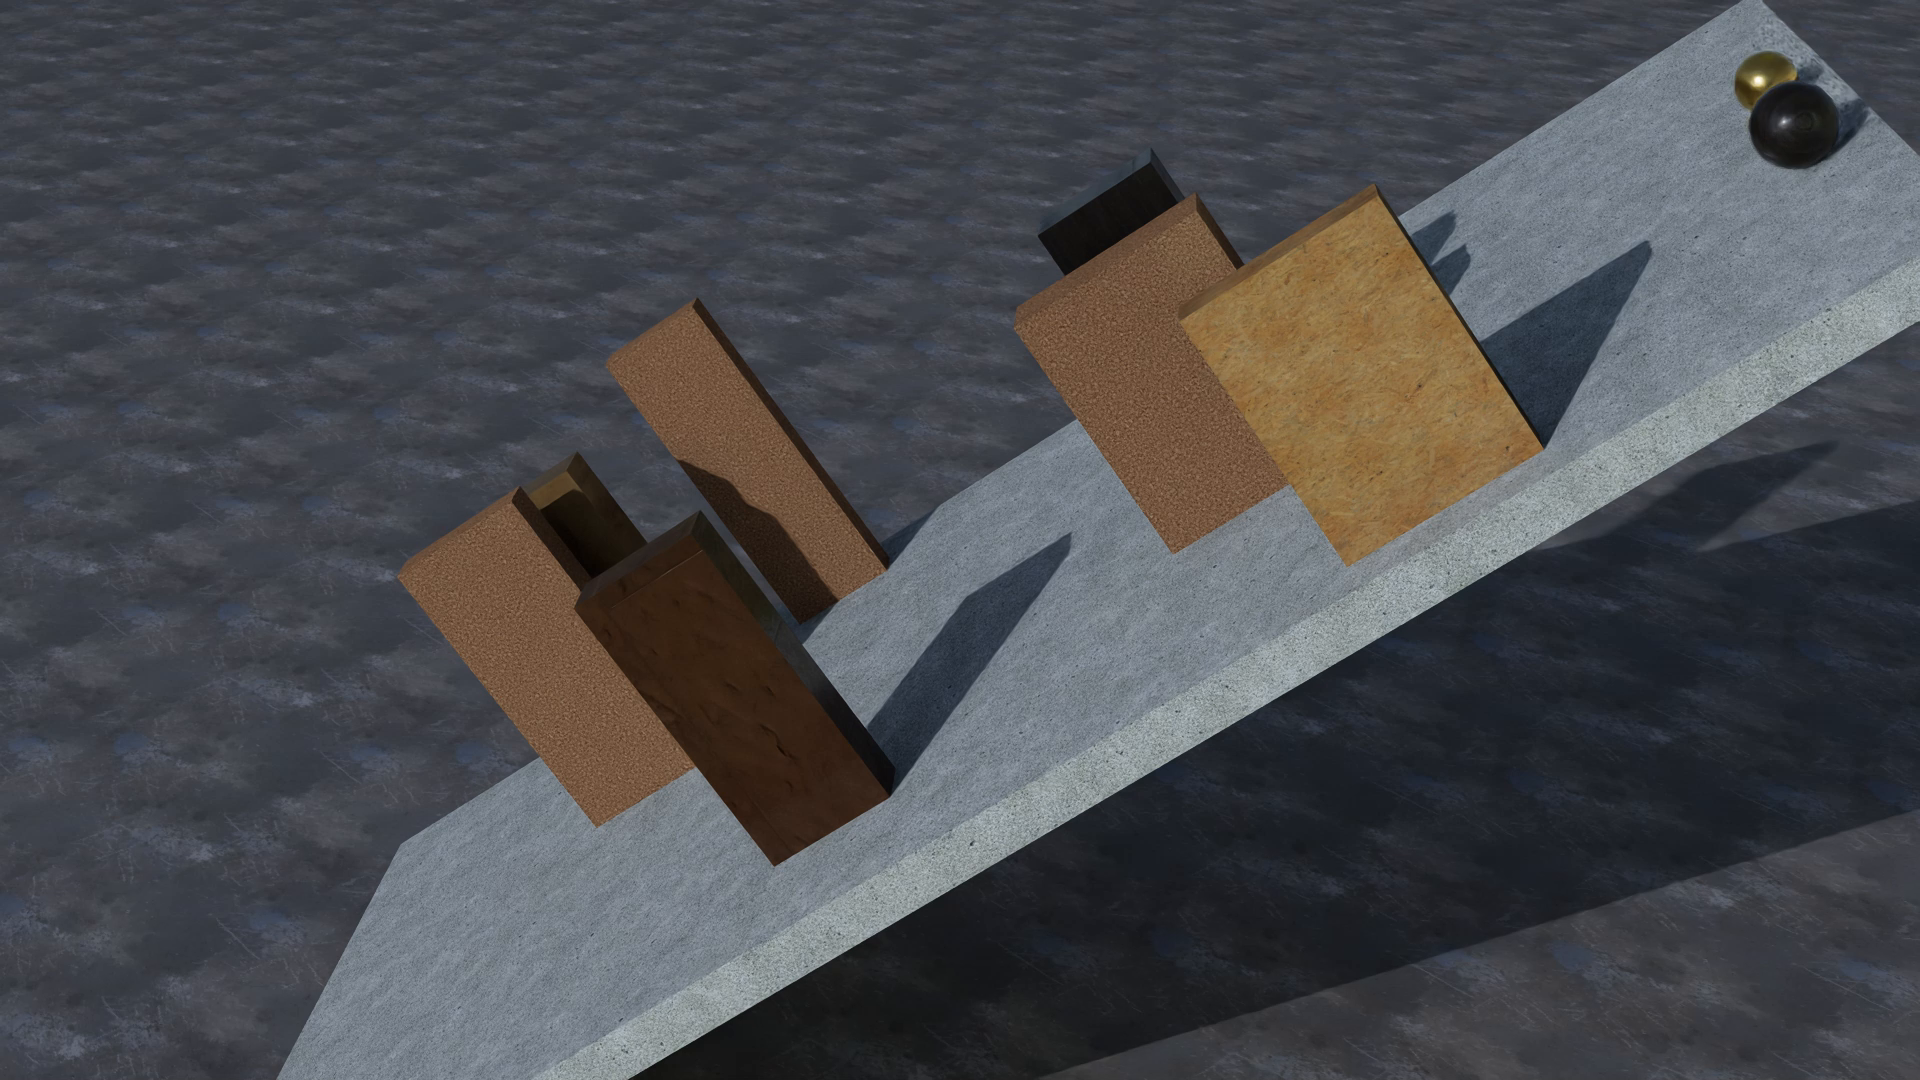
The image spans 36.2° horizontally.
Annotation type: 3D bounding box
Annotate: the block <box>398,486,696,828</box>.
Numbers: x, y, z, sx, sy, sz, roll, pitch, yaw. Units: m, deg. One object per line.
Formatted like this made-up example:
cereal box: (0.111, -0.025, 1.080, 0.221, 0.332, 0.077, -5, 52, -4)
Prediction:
block: (-0.909, 0.270, 6.668, 0.326, 0.744, 0.099, -32, 16, 15)

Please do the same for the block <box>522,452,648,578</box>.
block: (-0.849, 0.189, 6.873, 0.386, 0.696, 0.135, -32, 16, 15)

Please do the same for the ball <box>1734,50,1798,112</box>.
ball: (1.620, -0.919, 5.909, 0.127, 0.127, 0.127, 0, 21, 0)

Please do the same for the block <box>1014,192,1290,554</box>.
block: (0.446, -0.327, 5.845, 0.426, 0.570, 0.145, -32, 16, 15)

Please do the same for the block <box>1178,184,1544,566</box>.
block: (0.707, -0.286, 5.192, 0.406, 0.550, 0.092, -32, 16, 15)

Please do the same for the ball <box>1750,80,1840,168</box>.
ball: (1.570, -0.782, 5.536, 0.164, 0.164, 0.164, 0, 21, 0)

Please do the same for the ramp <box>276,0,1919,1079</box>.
ramp: (0.137, 0.173, 6.303, 4.000, 0.100, 2.000, -32, 16, 15)

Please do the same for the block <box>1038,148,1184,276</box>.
block: (0.457, -0.449, 6.024, 0.272, 0.654, 0.129, -32, 16, 15)

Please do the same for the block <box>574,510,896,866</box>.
block: (-0.433, 0.293, 5.735, 0.281, 0.657, 0.129, -32, 16, 15)

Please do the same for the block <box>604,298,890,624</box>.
block: (-0.505, -0.184, 7.053, 0.259, 0.793, 0.083, -32, 16, 15)
